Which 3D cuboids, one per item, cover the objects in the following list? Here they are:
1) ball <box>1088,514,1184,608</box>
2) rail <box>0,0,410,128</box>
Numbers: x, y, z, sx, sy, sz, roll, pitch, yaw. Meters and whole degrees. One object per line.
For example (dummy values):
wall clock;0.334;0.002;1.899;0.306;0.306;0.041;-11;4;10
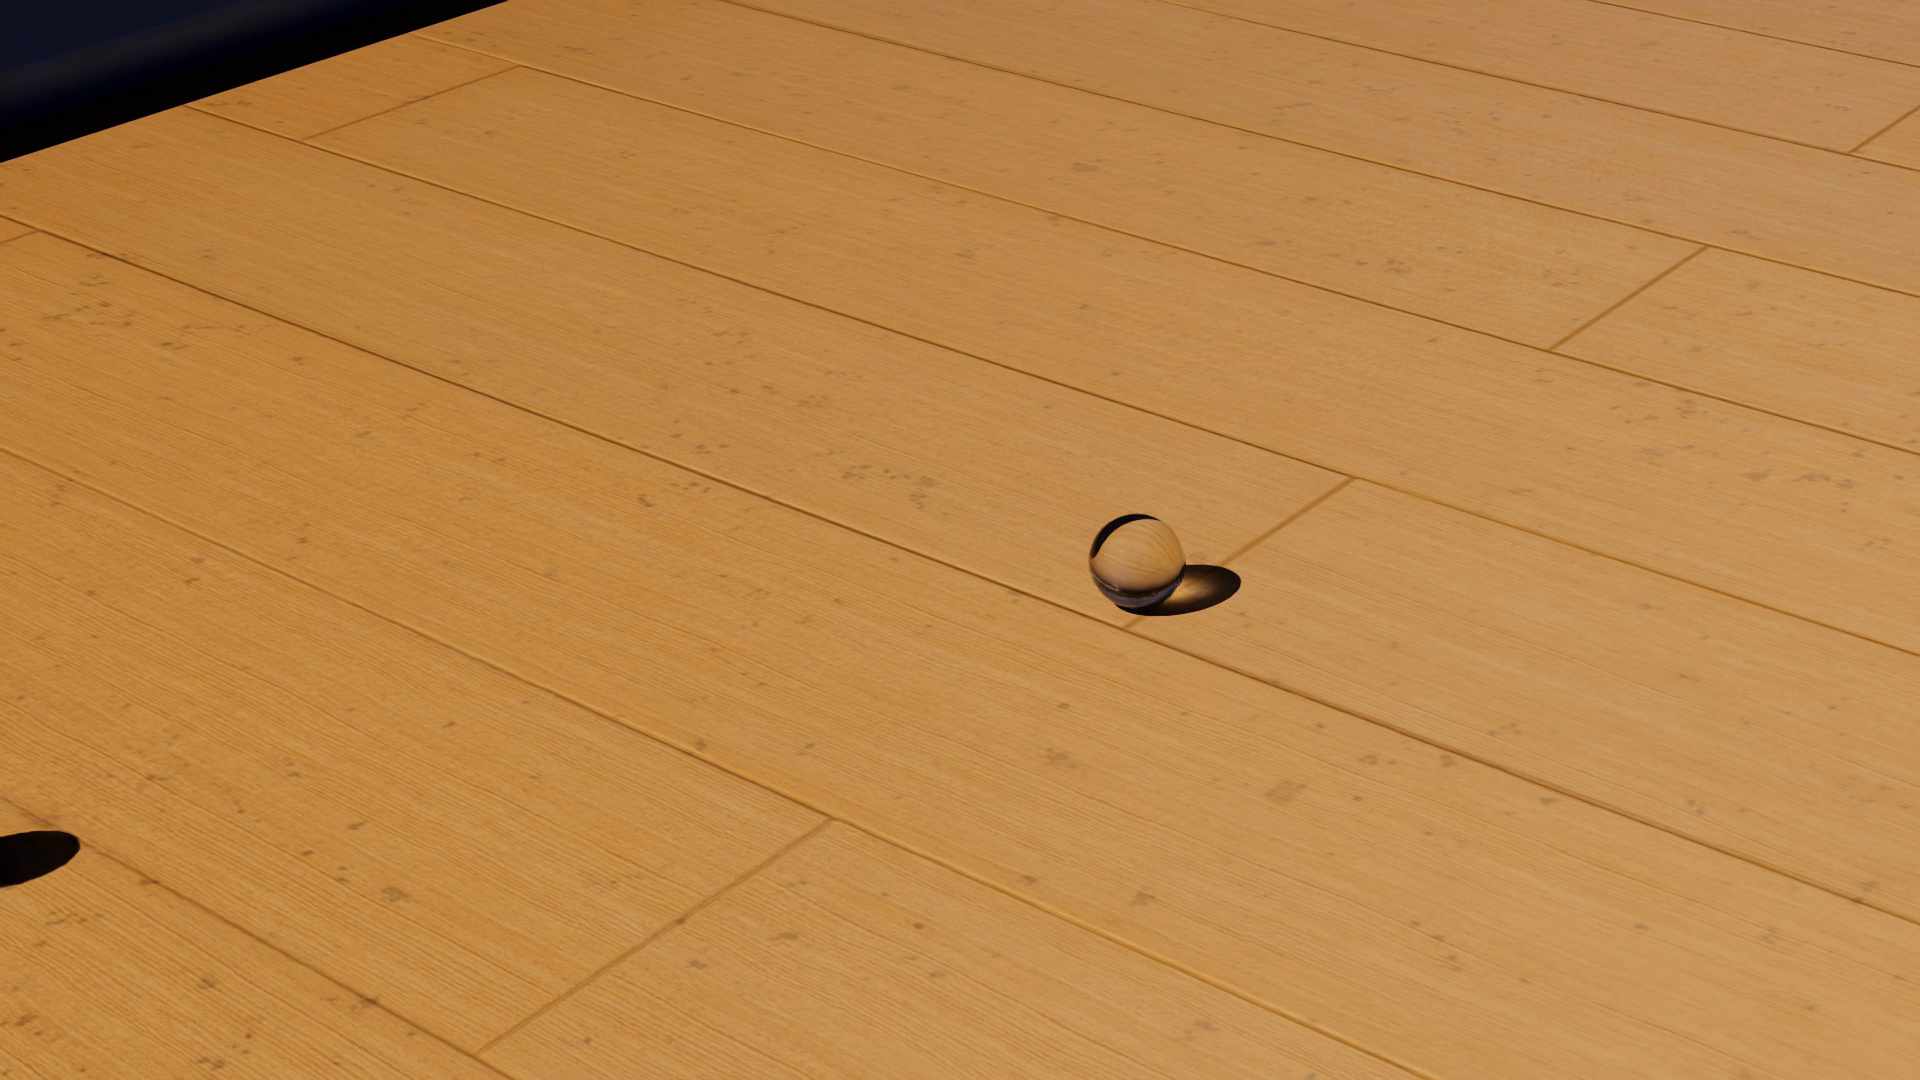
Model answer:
ball;0.101;0.012;1.679;0.054;0.054;0.054;0;27;0
rail;-0.177;-0.728;3.042;0.045;0.116;4.350;20;33;33
